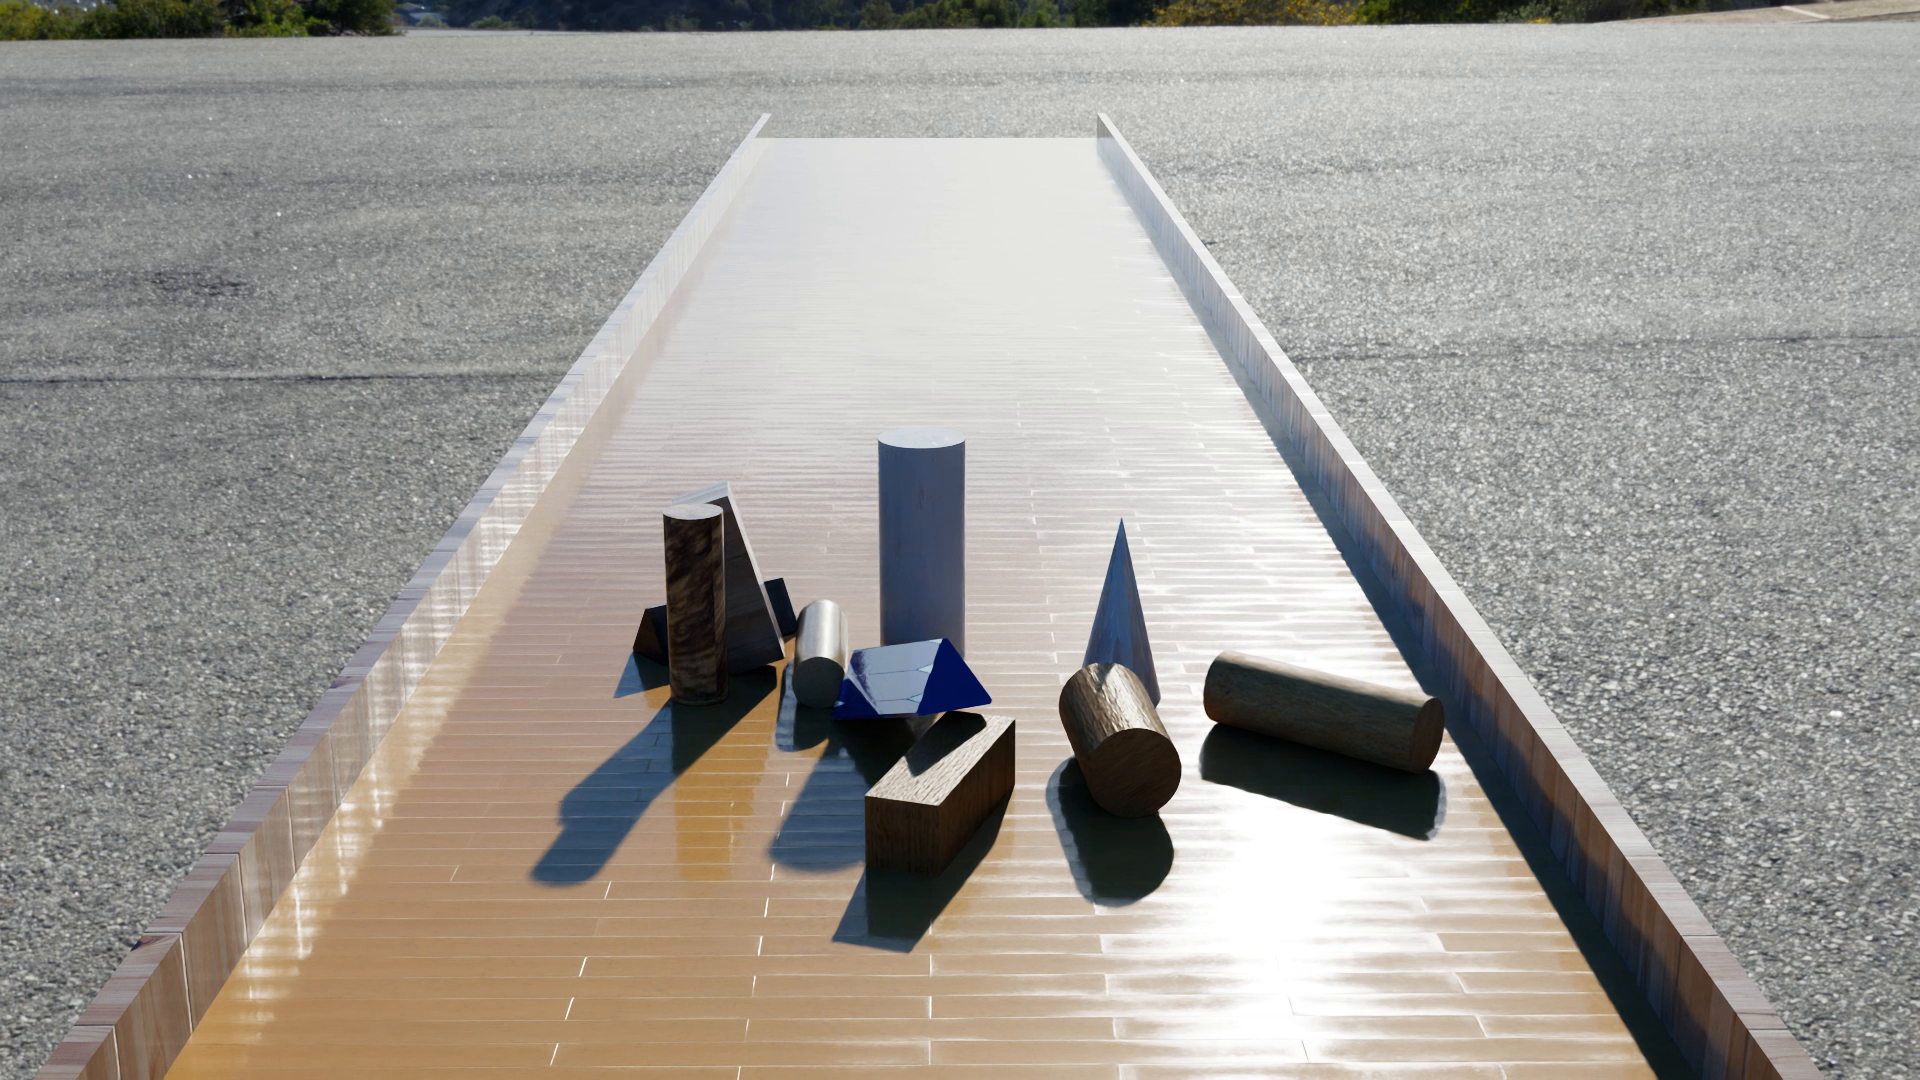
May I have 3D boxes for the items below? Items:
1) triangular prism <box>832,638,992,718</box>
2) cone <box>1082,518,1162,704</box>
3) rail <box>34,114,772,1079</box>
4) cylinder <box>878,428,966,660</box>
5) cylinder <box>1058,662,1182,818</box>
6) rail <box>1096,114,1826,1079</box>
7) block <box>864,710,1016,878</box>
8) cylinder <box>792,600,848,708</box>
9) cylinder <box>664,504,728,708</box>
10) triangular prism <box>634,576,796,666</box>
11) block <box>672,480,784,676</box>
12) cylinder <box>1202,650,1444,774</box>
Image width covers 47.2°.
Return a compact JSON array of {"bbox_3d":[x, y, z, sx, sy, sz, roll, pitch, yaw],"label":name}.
[{"bbox_3d":[-0.101,0.246,3.939,0.140,0.121,0.413,-8,-2,-25],"label":"triangular prism"},{"bbox_3d":[0.303,0.126,4.172,0.167,0.360,0.167,0,17,0],"label":"cone"},{"bbox_3d":[-1.118,-0.838,7.780,0.050,0.150,12.000,0,17,-1],"label":"rail"},{"bbox_3d":[-0.075,0.015,4.387,0.173,0.451,0.173,0,17,0],"label":"cylinder"},{"bbox_3d":[0.273,0.341,3.796,0.161,0.161,0.320,-2,17,-6],"label":"cylinder"},{"bbox_3d":[0.932,-0.844,7.801,0.050,0.150,12.000,0,17,-1],"label":"rail"},{"bbox_3d":[-0.027,0.412,3.627,0.123,0.123,0.396,6,17,18],"label":"block"},{"bbox_3d":[-0.272,0.220,4.304,0.104,0.104,0.342,-1,17,-2],"label":"cylinder"},{"bbox_3d":[-0.499,0.124,4.160,0.112,0.371,0.112,0,17,0],"label":"cylinder"},{"bbox_3d":[-0.499,0.156,4.507,0.328,0.105,0.121,-13,21,-38],"label":"triangular prism"},{"bbox_3d":[-0.455,0.075,4.326,0.115,0.351,0.115,-18,18,-1],"label":"block"},{"bbox_3d":[0.651,0.306,3.959,0.415,0.137,0.137,12,21,36],"label":"cylinder"}]
